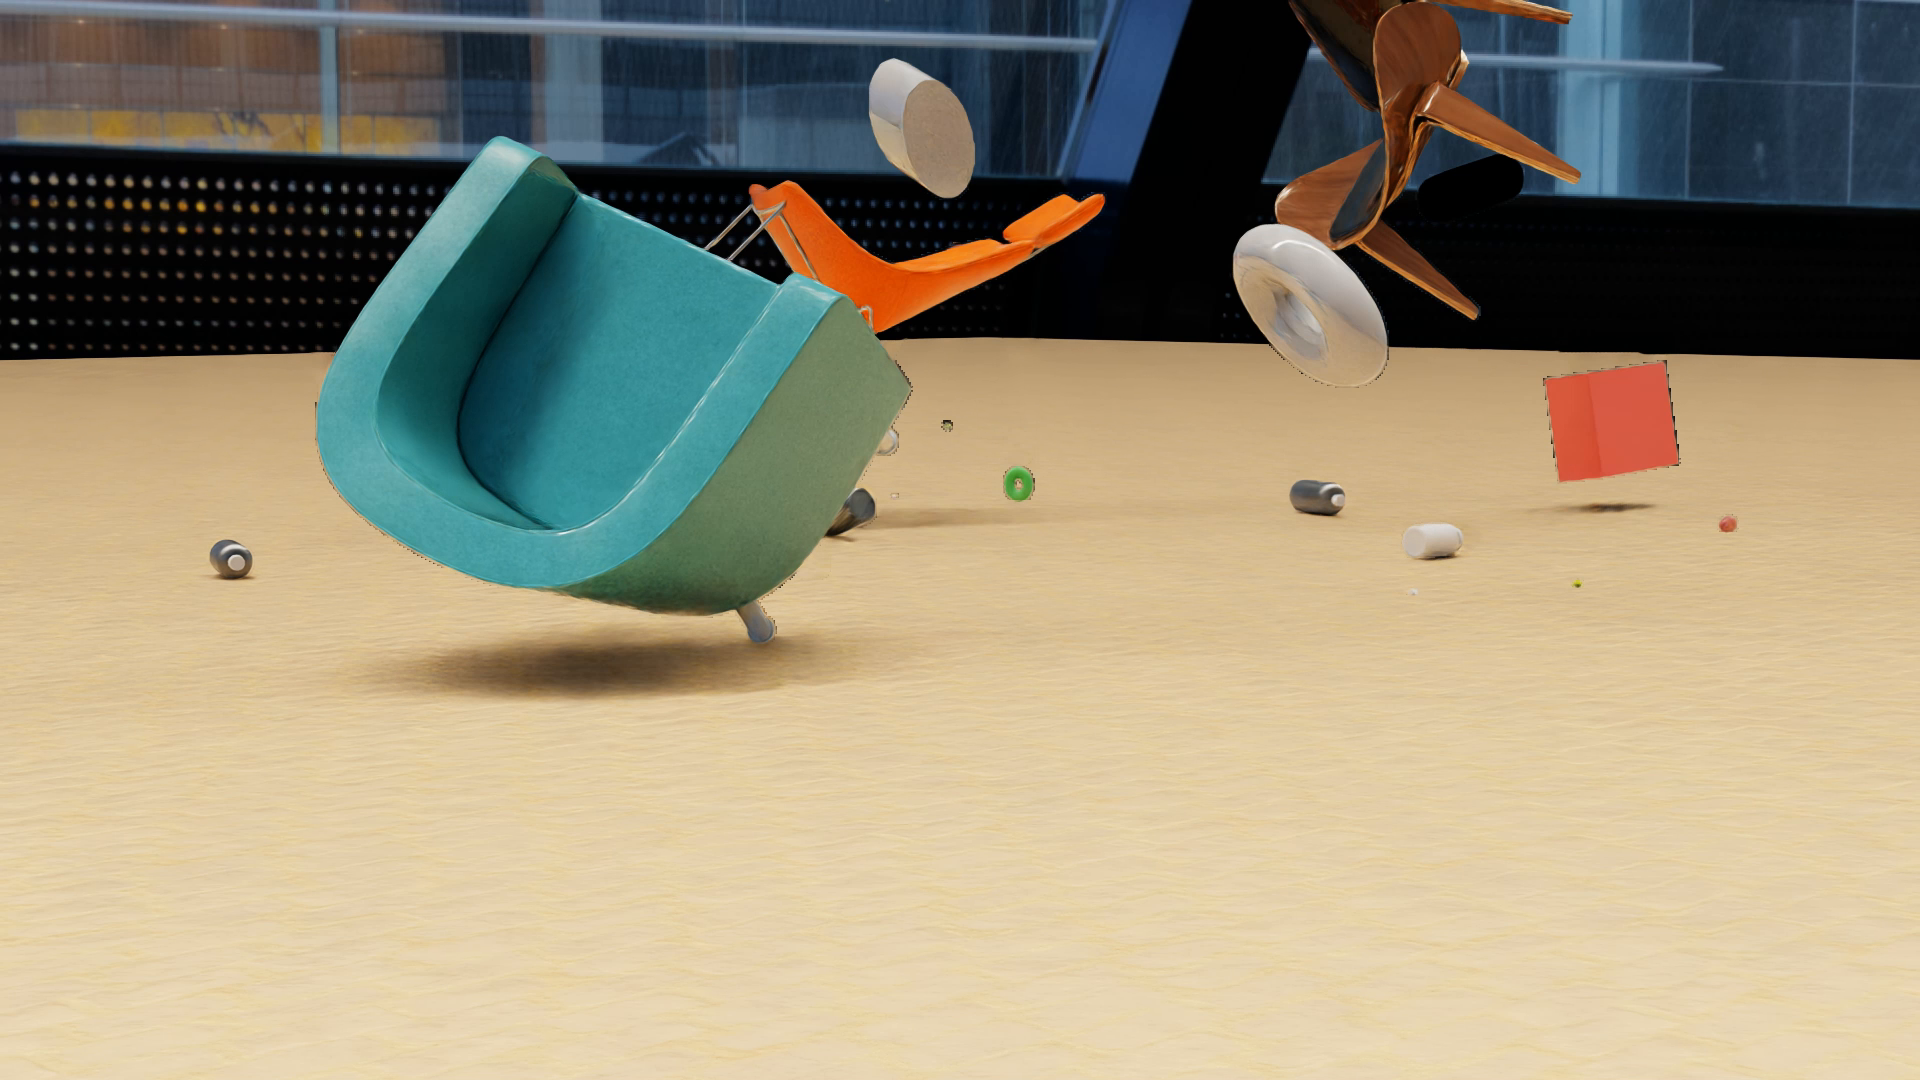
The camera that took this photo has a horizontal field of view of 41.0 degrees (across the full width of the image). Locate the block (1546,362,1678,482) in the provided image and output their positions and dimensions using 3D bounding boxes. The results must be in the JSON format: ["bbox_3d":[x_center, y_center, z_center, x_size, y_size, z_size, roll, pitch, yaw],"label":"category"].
[{"bbox_3d":[1.852,-0.336,7.283,0.355,0.291,0.148,-10,2,-39],"label":"block"}]

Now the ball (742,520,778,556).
[{"bbox_3d":[-0.472,-0.006,6.055,0.085,0.085,0.085,0,6,0],"label":"ball"}]

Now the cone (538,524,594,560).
[{"bbox_3d":[-0.927,0.001,6.032,0.139,0.076,0.112,-5,8,-39],"label":"cone"}]

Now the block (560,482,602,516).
[{"bbox_3d":[-1.043,-0.112,7.068,0.084,0.072,0.050,-5,46,-42],"label":"block"}]

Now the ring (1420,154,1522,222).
[{"bbox_3d":[1.489,-1.027,7.481,0.310,0.134,0.139,-18,8,10],"label":"ring"}]

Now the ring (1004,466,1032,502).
[{"bbox_3d":[0.171,-0.163,7.485,0.086,0.104,0.029,2,9,23],"label":"ring"}]

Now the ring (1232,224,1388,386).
[{"bbox_3d":[0.799,-0.538,5.871,0.144,0.447,0.296,-36,-12,-26],"label":"ring"}]

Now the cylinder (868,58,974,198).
[{"bbox_3d":[-0.070,-0.739,4.607,0.127,0.223,0.179,-24,29,-13],"label":"cylinder"}]
